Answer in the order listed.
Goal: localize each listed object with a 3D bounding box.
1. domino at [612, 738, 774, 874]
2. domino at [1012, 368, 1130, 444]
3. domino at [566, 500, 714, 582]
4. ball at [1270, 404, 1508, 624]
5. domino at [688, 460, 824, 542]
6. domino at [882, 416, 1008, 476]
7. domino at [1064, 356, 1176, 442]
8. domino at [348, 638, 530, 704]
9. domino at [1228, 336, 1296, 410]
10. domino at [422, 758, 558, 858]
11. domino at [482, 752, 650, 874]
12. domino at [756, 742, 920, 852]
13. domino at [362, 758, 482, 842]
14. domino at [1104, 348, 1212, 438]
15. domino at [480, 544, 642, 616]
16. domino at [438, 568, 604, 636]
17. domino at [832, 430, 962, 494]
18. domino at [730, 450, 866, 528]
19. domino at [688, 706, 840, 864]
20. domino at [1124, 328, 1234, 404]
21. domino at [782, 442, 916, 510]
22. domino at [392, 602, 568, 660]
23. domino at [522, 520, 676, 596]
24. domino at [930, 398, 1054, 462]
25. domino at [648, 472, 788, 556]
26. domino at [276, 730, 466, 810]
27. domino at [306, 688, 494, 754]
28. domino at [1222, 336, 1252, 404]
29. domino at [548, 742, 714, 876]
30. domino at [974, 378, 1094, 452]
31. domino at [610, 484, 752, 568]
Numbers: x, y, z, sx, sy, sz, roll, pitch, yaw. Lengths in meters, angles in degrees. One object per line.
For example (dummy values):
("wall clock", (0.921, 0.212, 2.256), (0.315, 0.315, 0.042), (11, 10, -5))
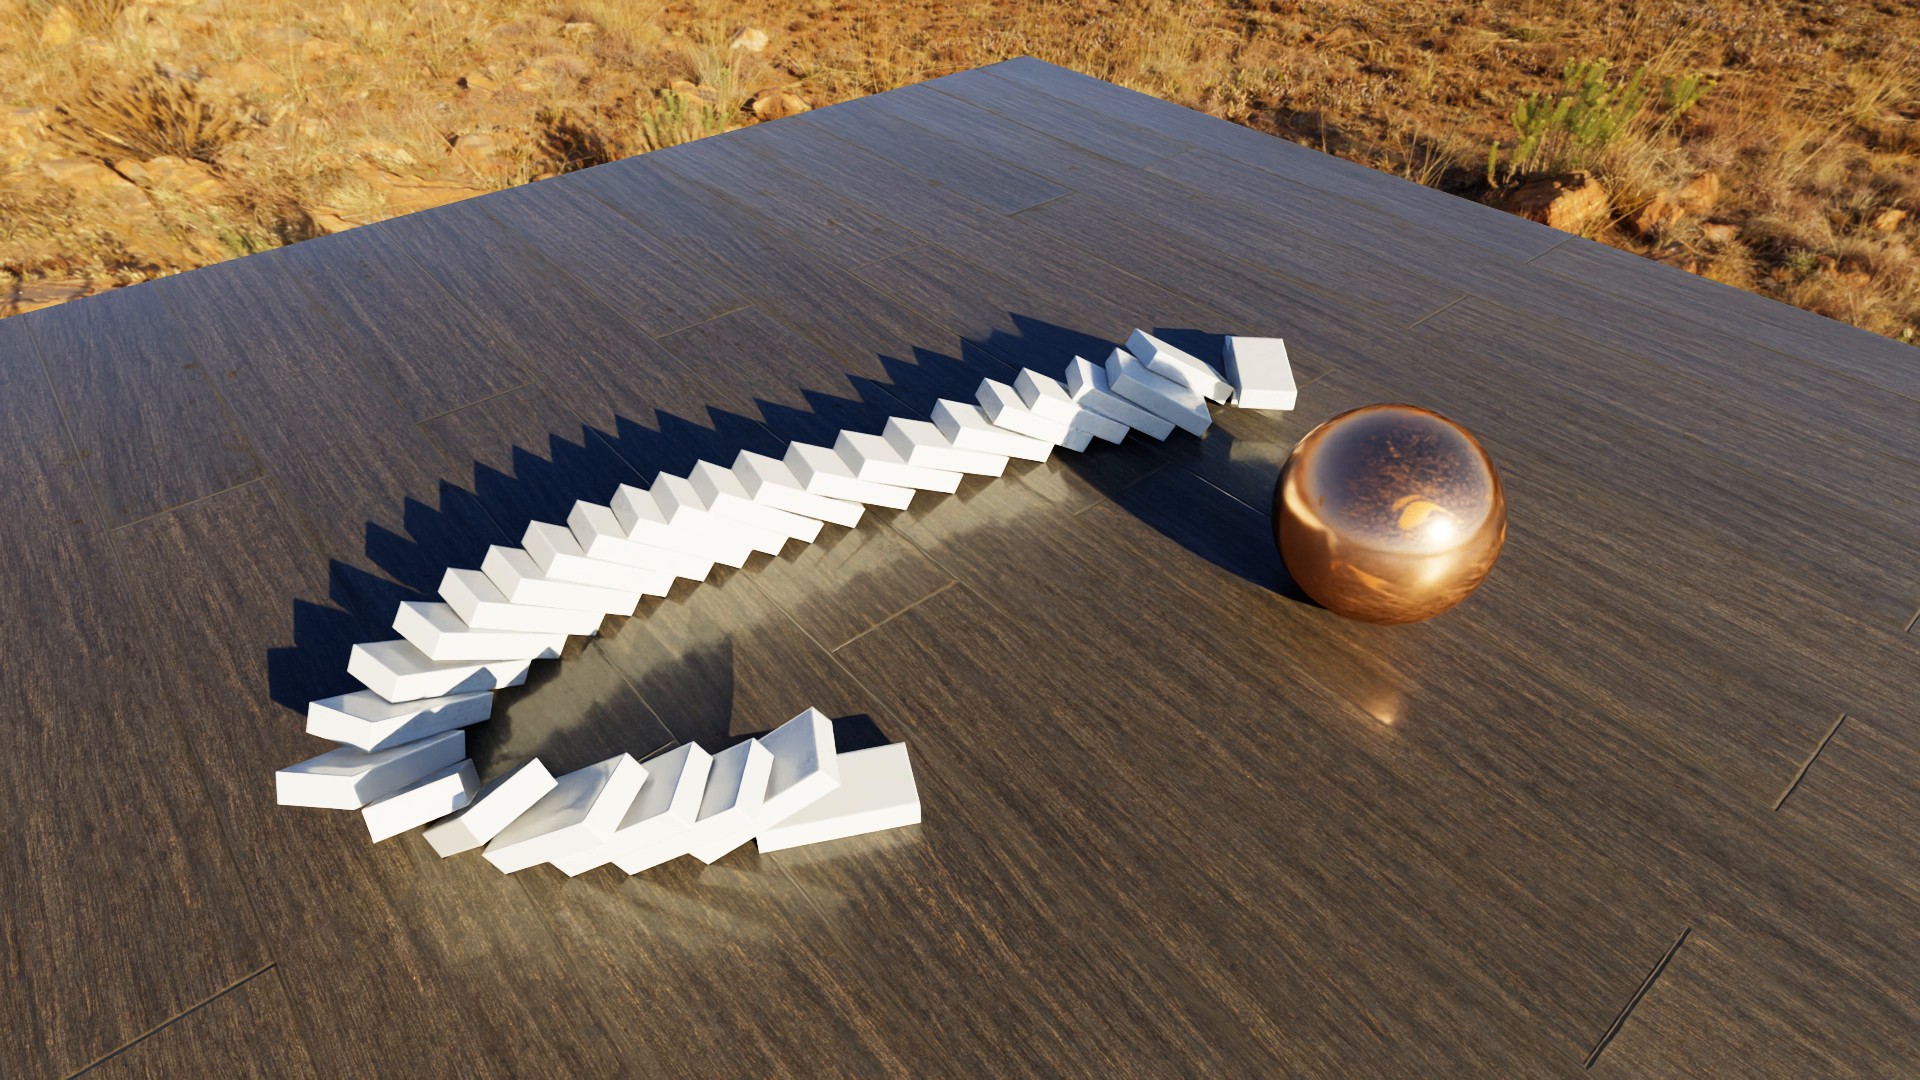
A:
("domino", (-0.080, 0.079, 0.326), (0.050, 0.009, 0.025), (-26, 33, 23))
("domino", (0.051, -0.060, 0.498), (0.050, 0.009, 0.025), (16, 29, -28))
("domino", (-0.122, 0.001, 0.420), (0.050, 0.009, 0.025), (17, 20, -46))
("ball", (0.154, -0.009, 0.399), (0.080, 0.080, 0.080), (0, 39, 0))
("domino", (-0.081, -0.015, 0.439), (0.050, 0.010, 0.025), (18, 22, -44))
("domino", (-0.006, -0.040, 0.476), (0.050, 0.009, 0.025), (4, 31, -38))
("domino", (0.073, -0.065, 0.505), (0.050, 0.010, 0.025), (21, 35, -20))
("domino", (-0.175, 0.042, 0.372), (0.025, 0.009, 0.050), (24, 12, 27))
("domino", (0.144, -0.080, 0.527), (0.025, 0.010, 0.050), (3, 39, 4))
("domino", (-0.138, 0.079, 0.322), (0.050, 0.009, 0.025), (-27, 12, 50))
("domino", (-0.116, 0.081, 0.323), (0.050, 0.010, 0.025), (-23, 28, 32))
("domino", (-0.039, 0.080, 0.345), (0.050, 0.010, 0.025), (-8, 40, -10))
("domino", (-0.158, 0.076, 0.326), (0.025, 0.009, 0.050), (-20, 1, -21))
("domino", (0.091, -0.068, 0.507), (0.050, 0.010, 0.025), (25, 33, -17))
("domino", (-0.145, 0.015, 0.402), (0.025, 0.010, 0.050), (35, 12, 35))
("domino", (-0.156, 0.022, 0.393), (0.025, 0.010, 0.050), (33, 12, 34))
("domino", (-0.026, -0.033, 0.467), (0.050, 0.009, 0.025), (6, 30, -39))
("domino", (-0.066, -0.021, 0.447), (0.050, 0.009, 0.025), (15, 24, -42))
("domino", (-0.060, 0.074, 0.333), (0.050, 0.010, 0.025), (-33, 39, 13))
("domino", (0.105, -0.083, 0.523), (0.050, 0.010, 0.025), (18, 26, -30))
("domino", (-0.046, -0.027, 0.457), (0.050, 0.009, 0.025), (9, 28, -40))
("domino", (-0.166, 0.032, 0.382), (0.025, 0.010, 0.050), (27, 8, 29))
("domino", (-0.135, 0.007, 0.411), (0.050, 0.010, 0.025), (16, 18, -49))
("domino", (0.014, -0.048, 0.487), (0.050, 0.010, 0.025), (6, 32, -33))
("domino", (-0.095, -0.010, 0.433), (0.050, 0.010, 0.025), (18, 22, -44))
("domino", (-0.179, 0.069, 0.337), (0.025, 0.010, 0.050), (1, 6, 11))
("domino", (-0.179, 0.055, 0.355), (0.025, 0.009, 0.050), (13, 7, 17))
("domino", (0.146, -0.085, 0.547), (0.025, 0.010, 0.050), (3, 39, 4))
("domino", (-0.097, 0.080, 0.325), (0.050, 0.009, 0.025), (-25, 32, 24))
("domino", (0.033, -0.056, 0.493), (0.050, 0.009, 0.025), (14, 30, -32))
("domino", (-0.108, -0.005, 0.427), (0.050, 0.010, 0.025), (18, 22, -44))
